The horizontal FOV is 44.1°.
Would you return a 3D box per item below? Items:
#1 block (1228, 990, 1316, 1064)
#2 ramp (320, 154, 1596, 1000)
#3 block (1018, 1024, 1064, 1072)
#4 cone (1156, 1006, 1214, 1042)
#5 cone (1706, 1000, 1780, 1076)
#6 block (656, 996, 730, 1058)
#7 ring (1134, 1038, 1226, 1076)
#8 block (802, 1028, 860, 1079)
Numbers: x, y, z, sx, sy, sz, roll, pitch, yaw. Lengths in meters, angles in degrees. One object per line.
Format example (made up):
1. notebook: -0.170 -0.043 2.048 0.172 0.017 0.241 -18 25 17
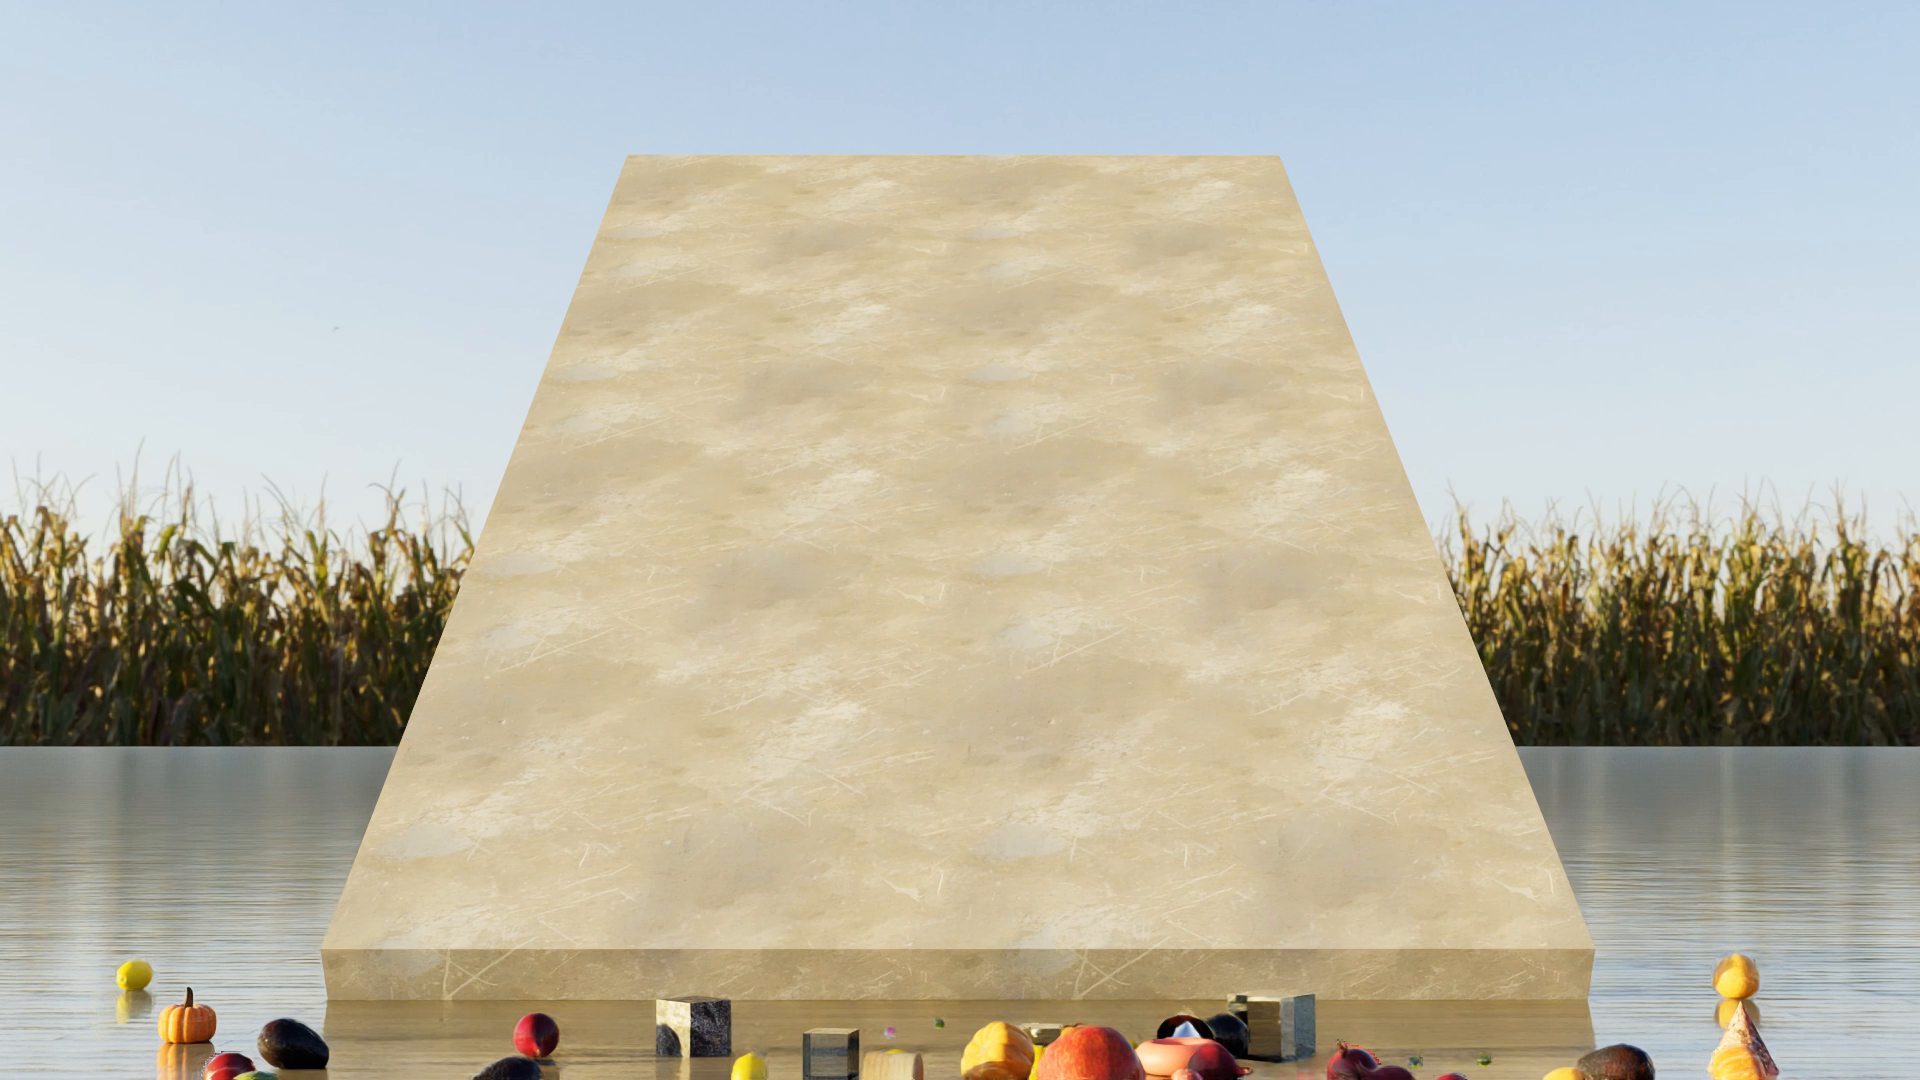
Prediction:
1. block: 0.406 0.632 3.090 0.082 0.082 0.082 -4 -6 41
2. ramp: -0.011 -0.226 5.525 2.000 0.100 4.000 0 27 0
3. block: 0.102 0.637 2.980 0.053 0.053 0.053 0 -5 5
4. cone: 0.292 0.620 3.048 0.073 0.073 0.073 -1 23 10
5. cone: 0.976 0.619 2.962 0.087 0.087 0.087 0 -5 0
6. block: -0.352 0.642 3.136 0.069 0.069 0.069 -5 -7 44
7. ring: 0.274 0.643 2.951 0.114 0.038 0.114 -1 -5 0
8. block: -0.158 0.629 2.905 0.056 0.056 0.056 -1 -5 12
